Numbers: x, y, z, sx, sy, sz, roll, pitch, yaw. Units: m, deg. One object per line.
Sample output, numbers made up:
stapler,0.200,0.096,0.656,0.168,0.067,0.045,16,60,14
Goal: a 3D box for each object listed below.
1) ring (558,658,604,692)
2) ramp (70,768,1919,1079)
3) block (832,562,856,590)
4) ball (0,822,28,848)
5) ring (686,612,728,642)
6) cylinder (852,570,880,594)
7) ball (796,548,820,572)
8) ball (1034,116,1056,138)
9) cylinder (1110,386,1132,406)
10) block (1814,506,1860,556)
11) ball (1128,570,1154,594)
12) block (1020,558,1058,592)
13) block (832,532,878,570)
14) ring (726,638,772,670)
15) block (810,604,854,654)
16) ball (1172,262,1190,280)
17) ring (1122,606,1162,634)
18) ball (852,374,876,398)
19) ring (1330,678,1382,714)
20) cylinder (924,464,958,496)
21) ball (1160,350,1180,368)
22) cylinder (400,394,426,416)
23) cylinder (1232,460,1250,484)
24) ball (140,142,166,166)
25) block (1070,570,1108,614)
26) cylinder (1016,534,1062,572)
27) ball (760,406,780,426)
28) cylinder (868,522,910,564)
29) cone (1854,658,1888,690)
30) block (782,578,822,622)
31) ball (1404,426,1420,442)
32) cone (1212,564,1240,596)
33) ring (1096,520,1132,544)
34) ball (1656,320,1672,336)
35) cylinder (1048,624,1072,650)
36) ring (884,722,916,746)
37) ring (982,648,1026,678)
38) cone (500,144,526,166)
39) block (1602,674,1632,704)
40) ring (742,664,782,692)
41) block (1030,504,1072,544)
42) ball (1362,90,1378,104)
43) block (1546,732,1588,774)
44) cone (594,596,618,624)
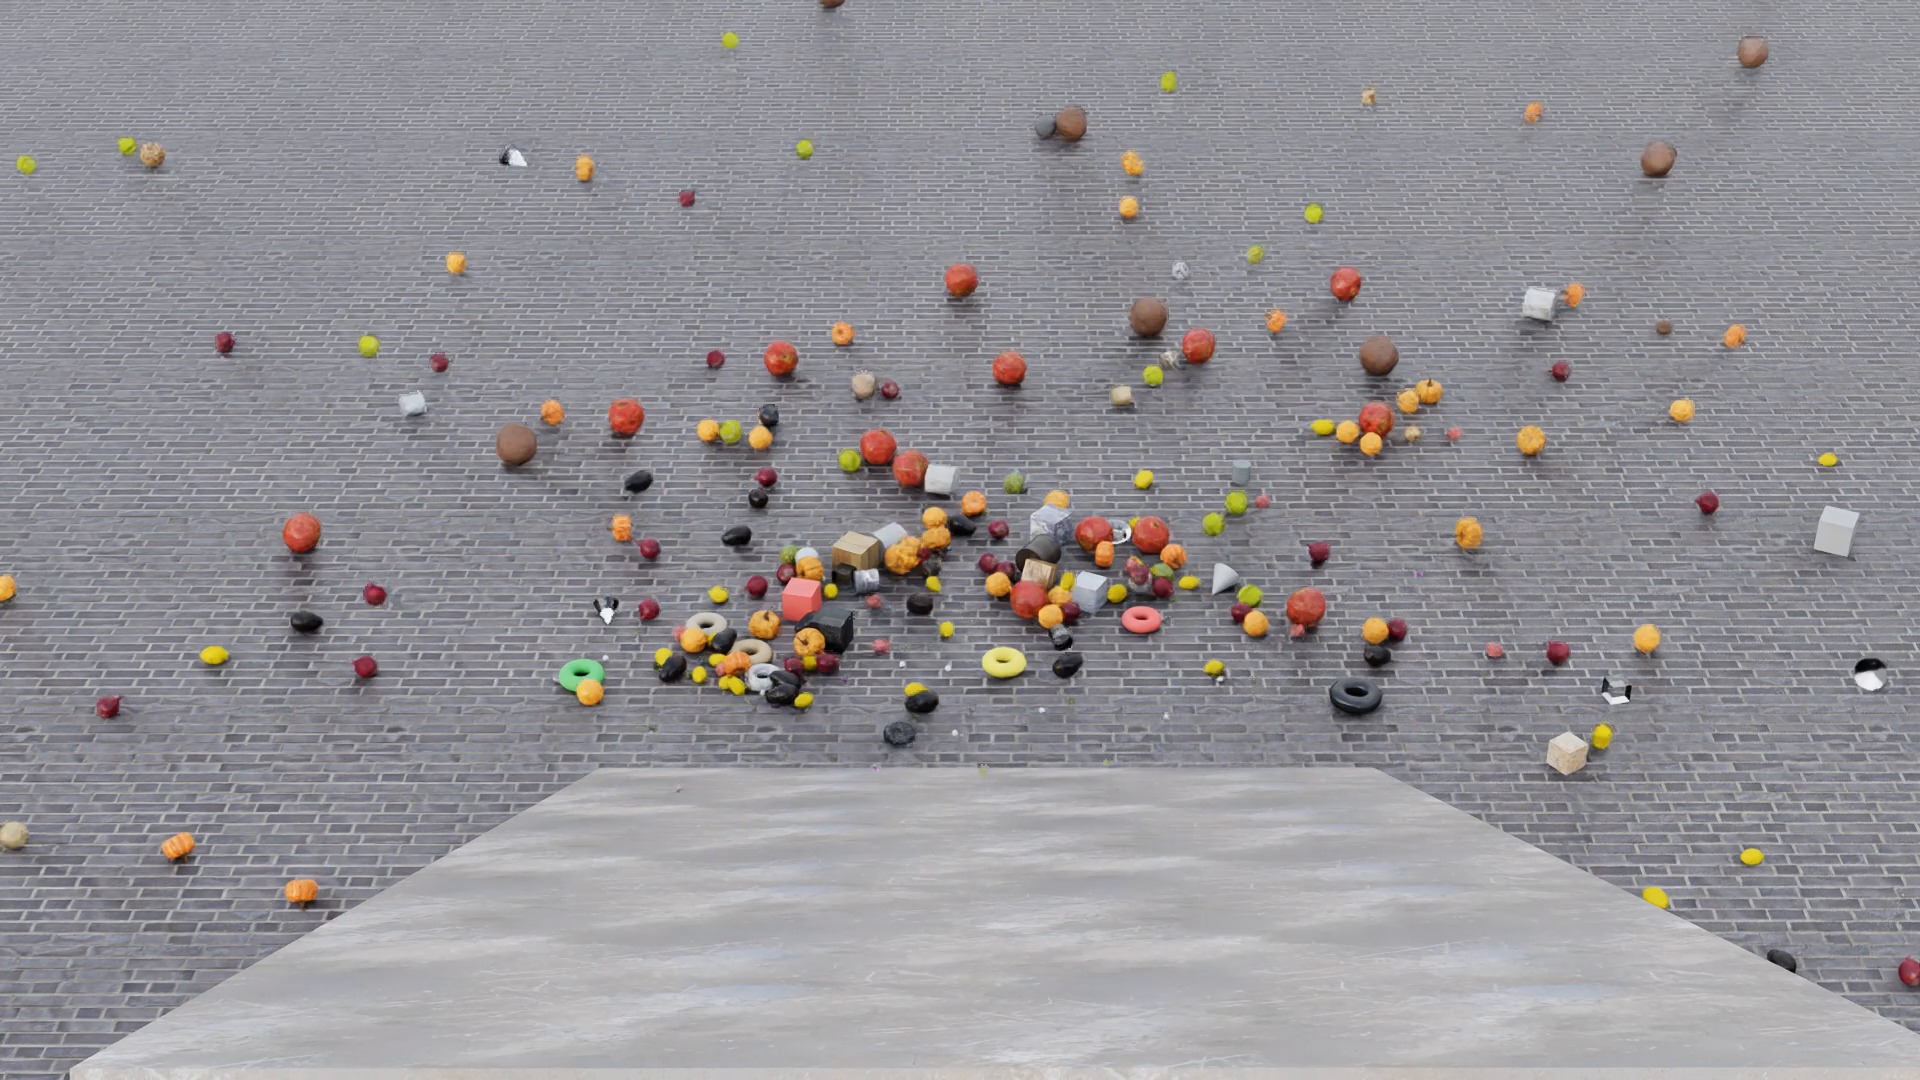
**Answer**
ring,-1.047,0.375,7.175,0.128,0.043,0.128,0,33,0
ramp,0.070,0.620,4.702,2.000,0.100,4.000,0,-1,0
block,-0.339,0.107,7.600,0.053,0.053,0.053,16,35,24
ball,-2.390,0.745,6.546,0.068,0.068,0.068,0,32,0
ring,-0.723,0.249,7.382,0.122,0.041,0.122,0,33,0
cylinder,-0.274,0.121,7.565,0.067,0.067,0.067,-4,31,-14
ball,-0.451,0.058,7.662,0.073,0.073,0.073,0,32,0
ball,0.347,-1.670,10.466,0.087,0.087,0.087,0,32,0
cylinder,0.530,-0.474,8.541,0.060,0.060,0.060,-6,32,-9
block,2.631,-0.027,7.775,0.100,0.100,0.100,15,35,23
ball,0.528,0.122,7.557,0.072,0.072,0.072,0,32,0
block,0.231,0.103,7.547,0.080,0.080,0.080,16,6,16
block,-0.309,0.051,7.649,0.099,0.099,0.099,17,35,25
ring,-0.590,0.322,7.260,0.130,0.043,0.130,-1,30,0
block,-0.362,0.254,7.325,0.091,0.091,0.091,11,33,17
ball,0.796,-0.967,9.342,0.065,0.065,0.065,0,32,0
ring,0.520,0.228,7.418,0.114,0.038,0.114,0,30,0
ball,-0.319,-0.511,8.579,0.083,0.083,0.083,0,32,0
ring,1.082,0.426,7.087,0.143,0.048,0.143,1,31,-1
cylinder,-0.057,-0.185,8.045,0.087,0.087,0.087,8,32,13
ball,0.710,-0.612,8.761,0.065,0.065,0.065,0,32,0
cylinder,-1.792,-0.442,8.483,0.066,0.066,0.066,-13,34,-29
cylinder,0.882,-0.214,8.121,0.056,0.056,0.056,0,32,0
ball,-3.183,-1.522,10.215,0.097,0.097,0.097,0,32,0
block,0.373,0.152,7.501,0.080,0.080,0.080,15,35,23
cylinder,0.232,0.048,7.654,0.099,0.099,0.099,19,37,28
ball,-0.619,-0.401,8.416,0.066,0.066,0.066,0,32,0
cylinder,-0.218,0.009,7.722,0.094,0.094,0.094,27,41,37
cone,2.531,0.368,7.188,0.089,0.089,0.089,17,7,25
block,-0.455,0.173,7.459,0.088,0.088,0.088,8,32,13
ball,1.456,-0.340,8.331,0.051,0.051,0.051,0,32,0
cone,0.759,0.131,7.575,0.089,0.089,0.089,22,64,32
ring,0.465,-0.025,7.833,0.109,0.036,0.109,-1,31,1
ball,2.439,-0.737,8.976,0.055,0.055,0.055,0,32,0
cylinder,0.284,0.275,7.325,0.055,0.055,0.055,-7,32,-12
ring,-0.162,0.520,6.951,0.087,0.029,0.087,1,33,0
ring,0.123,0.342,7.230,0.124,0.041,0.124,0,30,0
cone,-1.748,-1.501,10.235,0.094,0.094,0.094,33,37,1
block,1.801,0.409,7.105,0.056,0.056,0.056,-8,32,-13
ring,-0.546,0.381,7.171,0.110,0.037,0.110,-1,33,0
block,0.275,-0.041,7.808,0.089,0.089,0.089,23,38,33
ball,1.702,-1.840,10.767,0.063,0.063,0.063,0,32,0
block,1.603,0.563,6.839,0.071,0.071,0.071,-20,37,-29
cone,-1.014,0.213,7.447,0.073,0.073,0.073,-5,59,-9
